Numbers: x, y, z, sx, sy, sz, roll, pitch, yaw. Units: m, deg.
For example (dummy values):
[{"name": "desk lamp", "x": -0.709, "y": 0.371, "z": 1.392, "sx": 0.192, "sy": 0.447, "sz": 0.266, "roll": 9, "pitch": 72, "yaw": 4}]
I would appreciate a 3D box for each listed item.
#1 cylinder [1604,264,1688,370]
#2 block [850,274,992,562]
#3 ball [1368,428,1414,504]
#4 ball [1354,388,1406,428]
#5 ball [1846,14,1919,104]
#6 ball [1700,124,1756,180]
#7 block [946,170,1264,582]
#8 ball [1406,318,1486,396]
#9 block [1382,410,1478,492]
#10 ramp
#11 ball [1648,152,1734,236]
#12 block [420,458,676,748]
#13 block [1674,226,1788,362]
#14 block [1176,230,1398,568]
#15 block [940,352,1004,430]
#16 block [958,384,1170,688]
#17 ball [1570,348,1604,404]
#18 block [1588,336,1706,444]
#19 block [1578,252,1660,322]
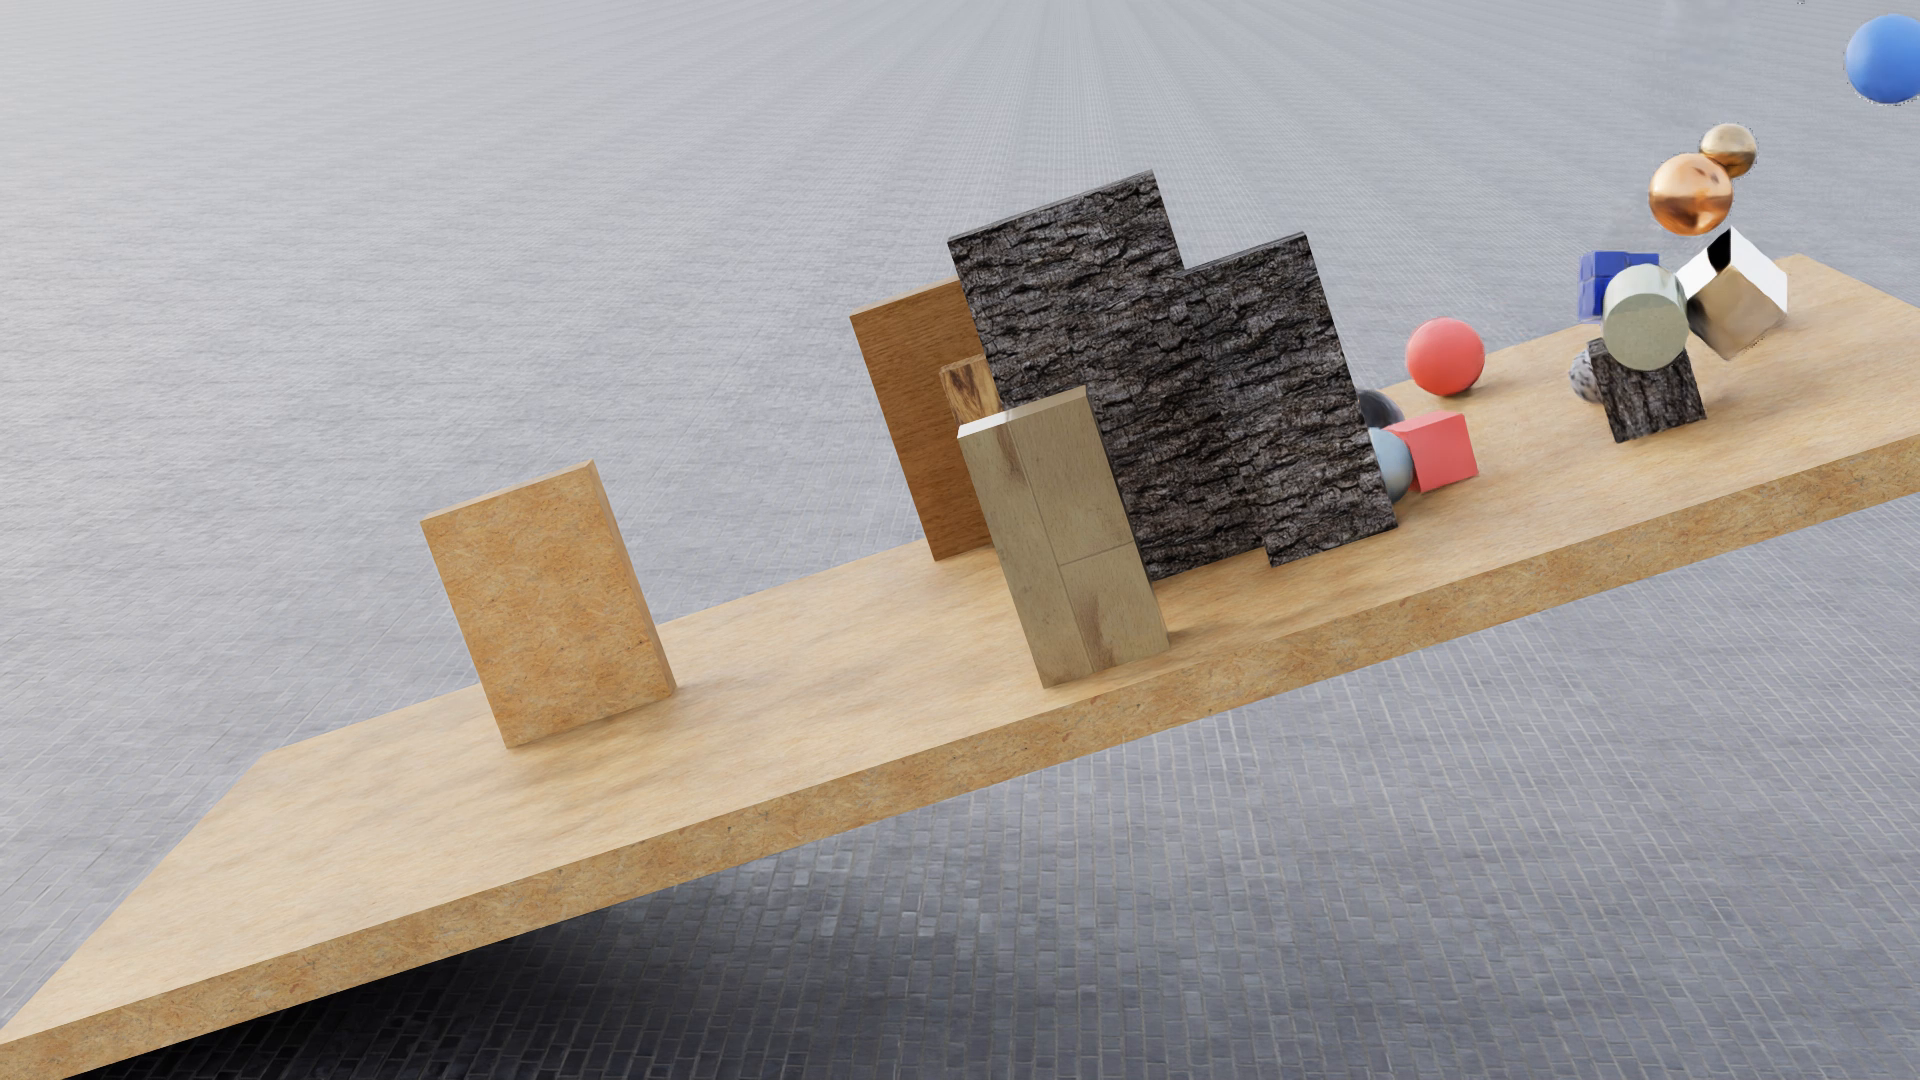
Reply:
[{"name": "cylinder", "x": 1.319, "y": -0.429, "z": 5.661, "sx": 0.158, "sy": 0.158, "sz": 0.158, "roll": 2, "pitch": 26, "yaw": 11}, {"name": "block", "x": 0.014, "y": -0.303, "z": 6.953, "sx": 0.360, "sy": 0.616, "sz": 0.132, "roll": -18, "pitch": 11, "yaw": 6}, {"name": "ball", "x": 0.831, "y": -0.143, "z": 5.927, "sx": 0.165, "sy": 0.165, "sz": 0.165, "roll": 0, "pitch": 12, "yaw": 0}, {"name": "ball", "x": 0.849, "y": -0.223, "z": 6.229, "sx": 0.199, "sy": 0.199, "sz": 0.199, "roll": 0, "pitch": 12, "yaw": 0}, {"name": "ball", "x": 1.827, "y": -0.944, "z": 5.771, "sx": 0.173, "sy": 0.173, "sz": 0.173, "roll": 0, "pitch": 12, "yaw": 0}, {"name": "ball", "x": 1.577, "y": -0.798, "z": 6.038, "sx": 0.114, "sy": 0.114, "sz": 0.114, "roll": 0, "pitch": 12, "yaw": 0}, {"name": "block", "x": 0.308, "y": -0.305, "z": 5.981, "sx": 0.434, "sy": 0.791, "sz": 0.097, "roll": -18, "pitch": 11, "yaw": 6}, {"name": "ball", "x": 1.123, "y": -0.423, "z": 6.803, "sx": 0.181, "sy": 0.181, "sz": 0.181, "roll": 0, "pitch": 12, "yaw": 0}, {"name": "block", "x": 0.960, "y": -0.182, "z": 6.003, "sx": 0.128, "sy": 0.128, "sz": 0.128, "roll": -18, "pitch": 10, "yaw": -11}, {"name": "ramp", "x": 0.107, "y": 0.180, "z": 6.305, "sx": 4.000, "sy": 0.100, "sz": 2.000, "roll": -18, "pitch": 11, "yaw": 6}, {"name": "ball", "x": 1.486, "y": -0.703, "z": 5.985, "sx": 0.169, "sy": 0.169, "sz": 0.169, "roll": 0, "pitch": 12, "yaw": 0}, {"name": "block", "x": -0.910, "y": 0.143, "z": 6.520, "sx": 0.391, "sy": 0.544, "sz": 0.094, "roll": -18, "pitch": 11, "yaw": 6}, {"name": "block", "x": 1.550, "y": -0.495, "z": 5.921, "sx": 0.159, "sy": 0.159, "sz": 0.159, "roll": 39, "pitch": 35, "yaw": -12}, {"name": "block", "x": 0.640, "y": -0.274, "z": 5.756, "sx": 0.260, "sy": 0.604, "sz": 0.082, "roll": -18, "pitch": 11, "yaw": 6}, {"name": "block", "x": 0.162, "y": -0.216, "z": 6.687, "sx": 0.284, "sy": 0.457, "sz": 0.109, "roll": -18, "pitch": 11, "yaw": 6}, {"name": "block", "x": 0.195, "y": -0.006, "z": 5.474, "sx": 0.247, "sy": 0.499, "sz": 0.132, "roll": -18, "pitch": 11, "yaw": 6}, {"name": "ball", "x": 1.347, "y": -0.349, "z": 6.201, "sx": 0.123, "sy": 0.123, "sz": 0.123, "roll": 0, "pitch": 12, "yaw": 0}, {"name": "block", "x": 1.369, "y": -0.321, "z": 5.868, "sx": 0.181, "sy": 0.181, "sz": 0.181, "roll": -16, "pitch": 11, "yaw": 14}, {"name": "block", "x": 1.318, "y": -0.504, "z": 5.889, "sx": 0.128, "sy": 0.128, "sz": 0.128, "roll": 2, "pitch": -1, "yaw": -2}]
